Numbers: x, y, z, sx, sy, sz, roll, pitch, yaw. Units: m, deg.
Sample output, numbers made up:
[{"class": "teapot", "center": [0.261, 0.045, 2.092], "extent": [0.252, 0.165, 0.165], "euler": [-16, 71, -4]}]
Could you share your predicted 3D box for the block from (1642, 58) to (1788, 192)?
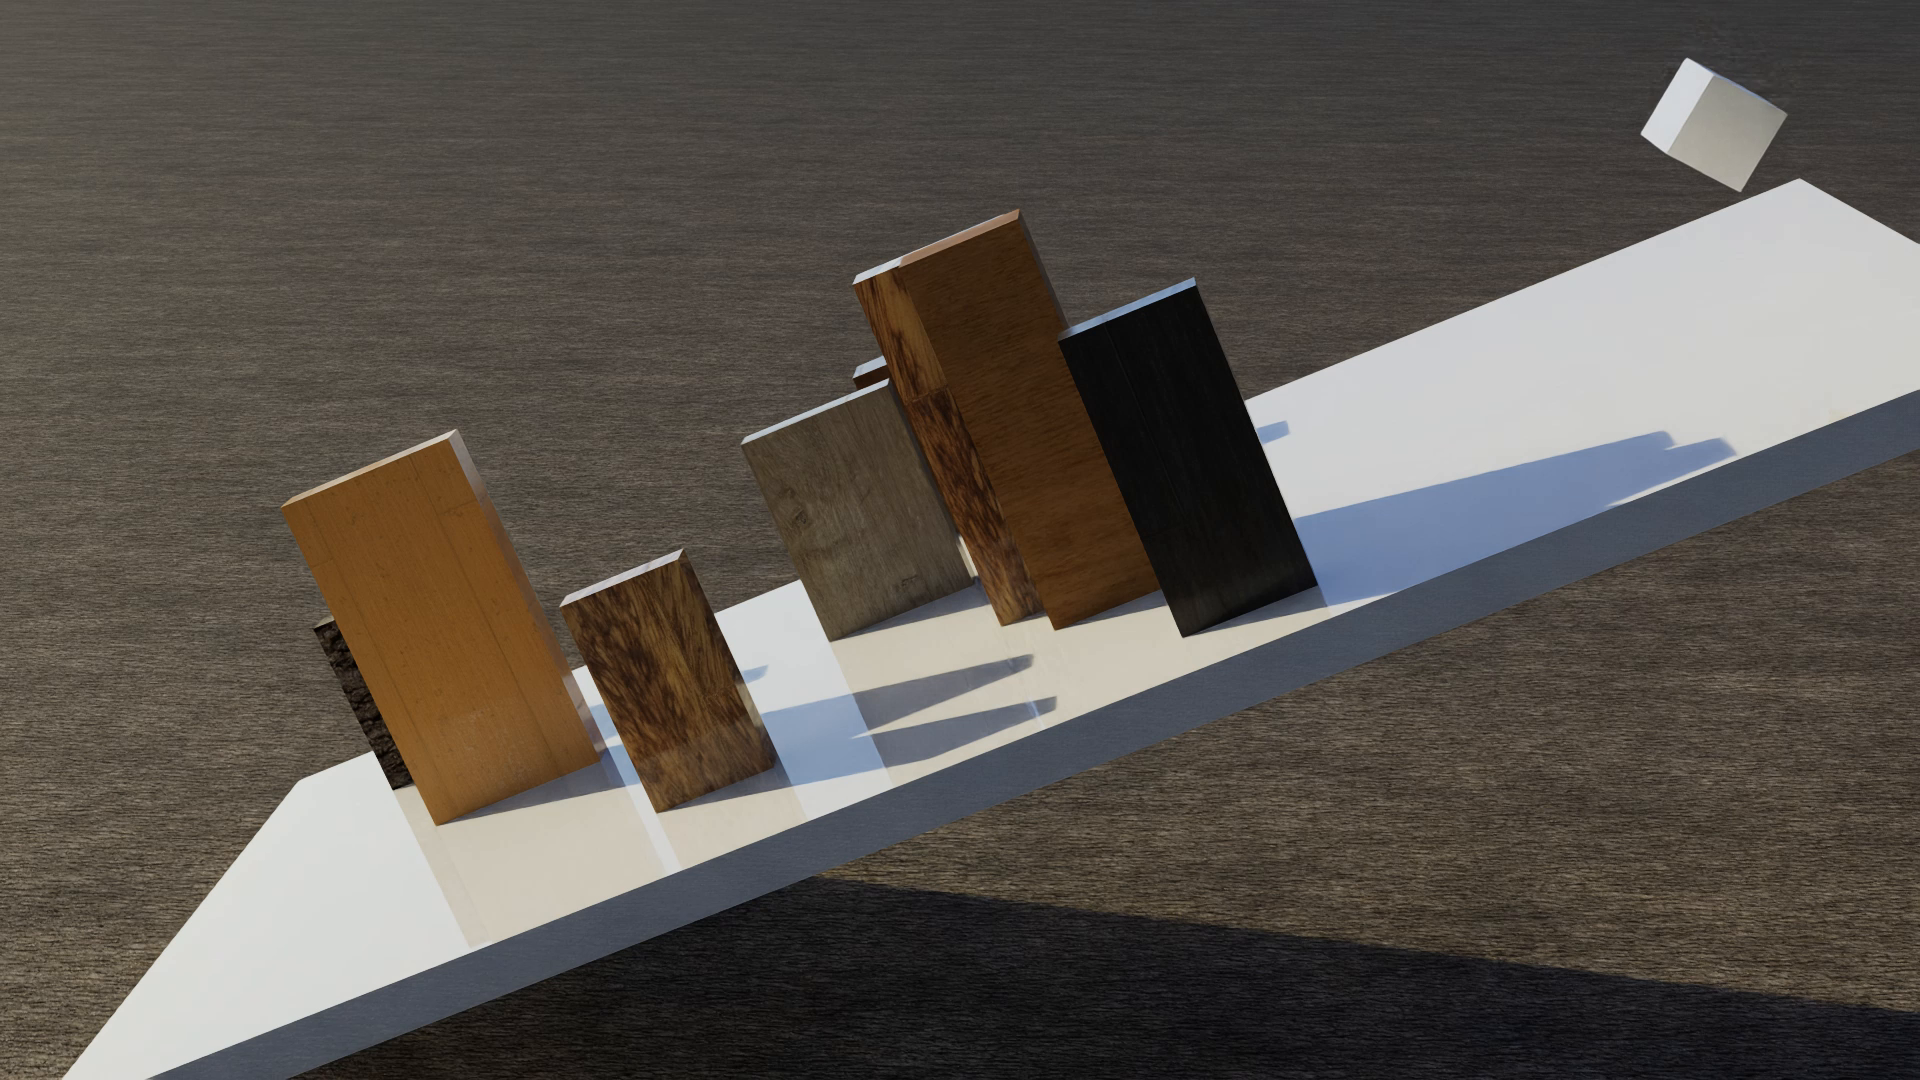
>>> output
[{"class": "block", "center": [1.557, -0.860, 6.082], "extent": [0.182, 0.182, 0.182], "euler": [25, 17, -13]}]

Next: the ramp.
[{"class": "ramp", "center": [0.128, 0.172, 6.287], "extent": [4.000, 0.100, 2.000], "euler": [-22, 12, 8]}]

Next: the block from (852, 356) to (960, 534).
[{"class": "block", "center": [-0.015, -0.263, 7.098], "extent": [0.326, 0.446, 0.148], "euler": [-22, 12, 8]}]

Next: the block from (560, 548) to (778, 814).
[{"class": "block", "center": [-0.573, 0.279, 5.803], "extent": [0.255, 0.459, 0.084], "euler": [-22, 12, 8]}]

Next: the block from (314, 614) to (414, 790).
[{"class": "block", "center": [-1.226, 0.309, 6.940], "extent": [0.437, 0.431, 0.093], "euler": [-22, 12, 8]}]

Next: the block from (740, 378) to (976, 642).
[{"class": "block", "center": [-0.224, -0.064, 6.542], "extent": [0.352, 0.489, 0.080], "euler": [-22, 12, 8]}]

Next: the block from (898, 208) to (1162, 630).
[{"class": "block", "center": [0.154, -0.237, 5.862], "extent": [0.252, 0.794, 0.143], "euler": [-22, 12, 8]}]

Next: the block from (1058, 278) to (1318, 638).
[{"class": "block", "center": [0.422, -0.150, 5.441], "extent": [0.271, 0.607, 0.090], "euler": [-22, 12, 8]}]

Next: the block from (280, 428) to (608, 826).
[{"class": "block", "center": [-1.118, 0.195, 6.404], "extent": [0.401, 0.780, 0.095], "euler": [-22, 12, 8]}]

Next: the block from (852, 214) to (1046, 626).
[{"class": "block", "center": [0.088, -0.243, 6.049], "extent": [0.327, 0.775, 0.124], "euler": [-22, 12, 8]}]
